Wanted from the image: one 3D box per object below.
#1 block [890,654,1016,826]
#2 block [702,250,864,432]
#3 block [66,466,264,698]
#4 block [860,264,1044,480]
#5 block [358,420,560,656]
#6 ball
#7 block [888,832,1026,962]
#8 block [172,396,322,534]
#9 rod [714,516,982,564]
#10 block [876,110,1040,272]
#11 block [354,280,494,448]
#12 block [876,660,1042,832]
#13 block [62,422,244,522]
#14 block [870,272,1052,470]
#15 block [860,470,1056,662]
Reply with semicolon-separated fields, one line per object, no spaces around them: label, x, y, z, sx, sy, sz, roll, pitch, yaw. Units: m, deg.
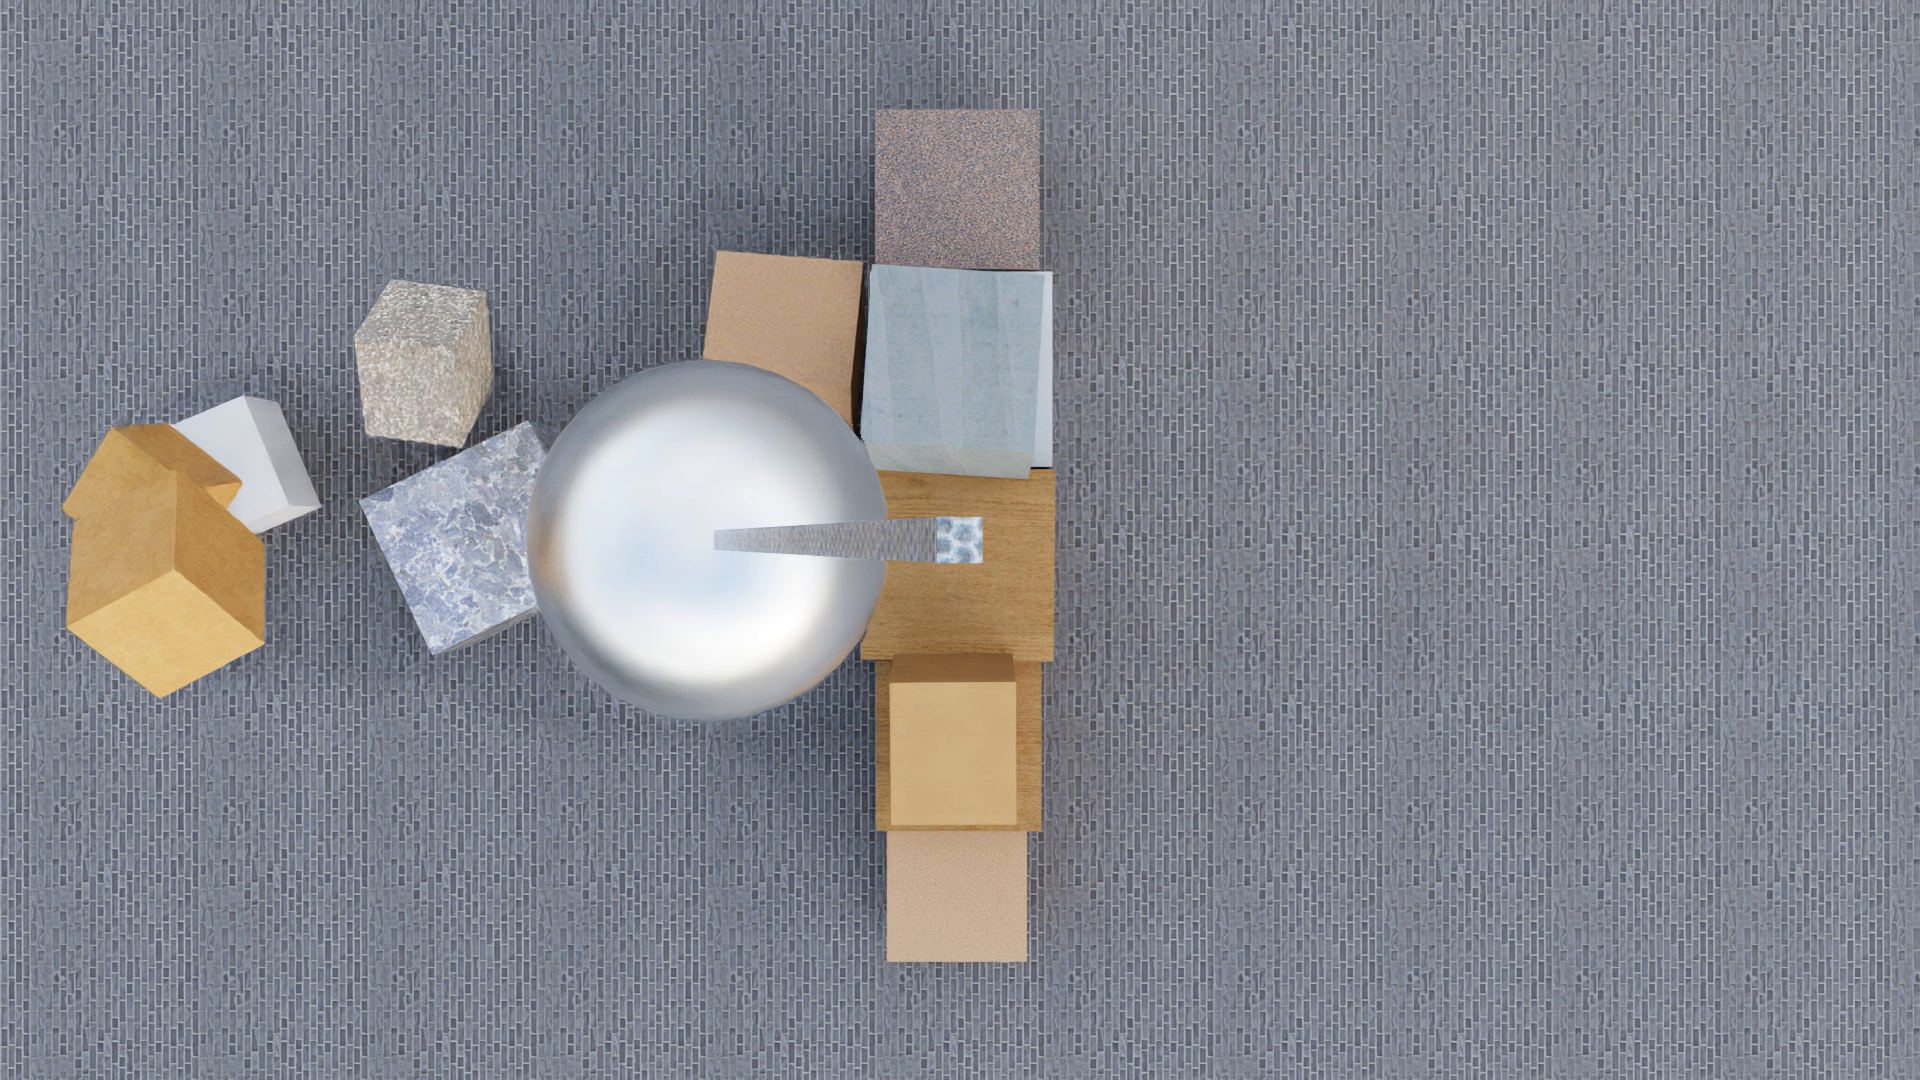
block;-0.035;1.039;11.607;0.643;0.774;0.745;0;98;0
block;-0.984;-1.042;12.445;0.815;0.863;0.790;4;66;0
block;-4.088;0.222;11.365;0.653;0.691;0.749;-27;46;9
block;-0.041;-0.873;11.610;0.885;0.800;0.925;4;82;0
block;-2.639;-0.014;12.548;1.035;0.904;0.940;-26;90;0
ball;-1.107;0.000;9.719;1.600;1.600;1.600;0;90;0
block;-0.017;1.979;12.639;0.781;0.723;0.751;0;90;0
block;-4.196;-0.382;12.688;0.634;0.623;0.673;-23;90;0
rod;-0.480;0.000;6.378;0.080;5.200;0.080;0;90;-11
block;-0.014;-1.919;12.513;0.898;0.975;0.871;0;90;0
block;-2.911;-0.964;11.991;0.535;0.583;0.637;8;128;4
block;-0.006;1.127;12.521;0.905;0.958;0.934;0;90;0
block;-4.426;-0.246;12.077;0.561;0.552;0.548;37;101;6
block;0.006;-0.938;12.537;0.999;0.926;1.071;0;90;0
block;-0.009;0.133;12.473;1.046;1.055;1.041;1;90;0
